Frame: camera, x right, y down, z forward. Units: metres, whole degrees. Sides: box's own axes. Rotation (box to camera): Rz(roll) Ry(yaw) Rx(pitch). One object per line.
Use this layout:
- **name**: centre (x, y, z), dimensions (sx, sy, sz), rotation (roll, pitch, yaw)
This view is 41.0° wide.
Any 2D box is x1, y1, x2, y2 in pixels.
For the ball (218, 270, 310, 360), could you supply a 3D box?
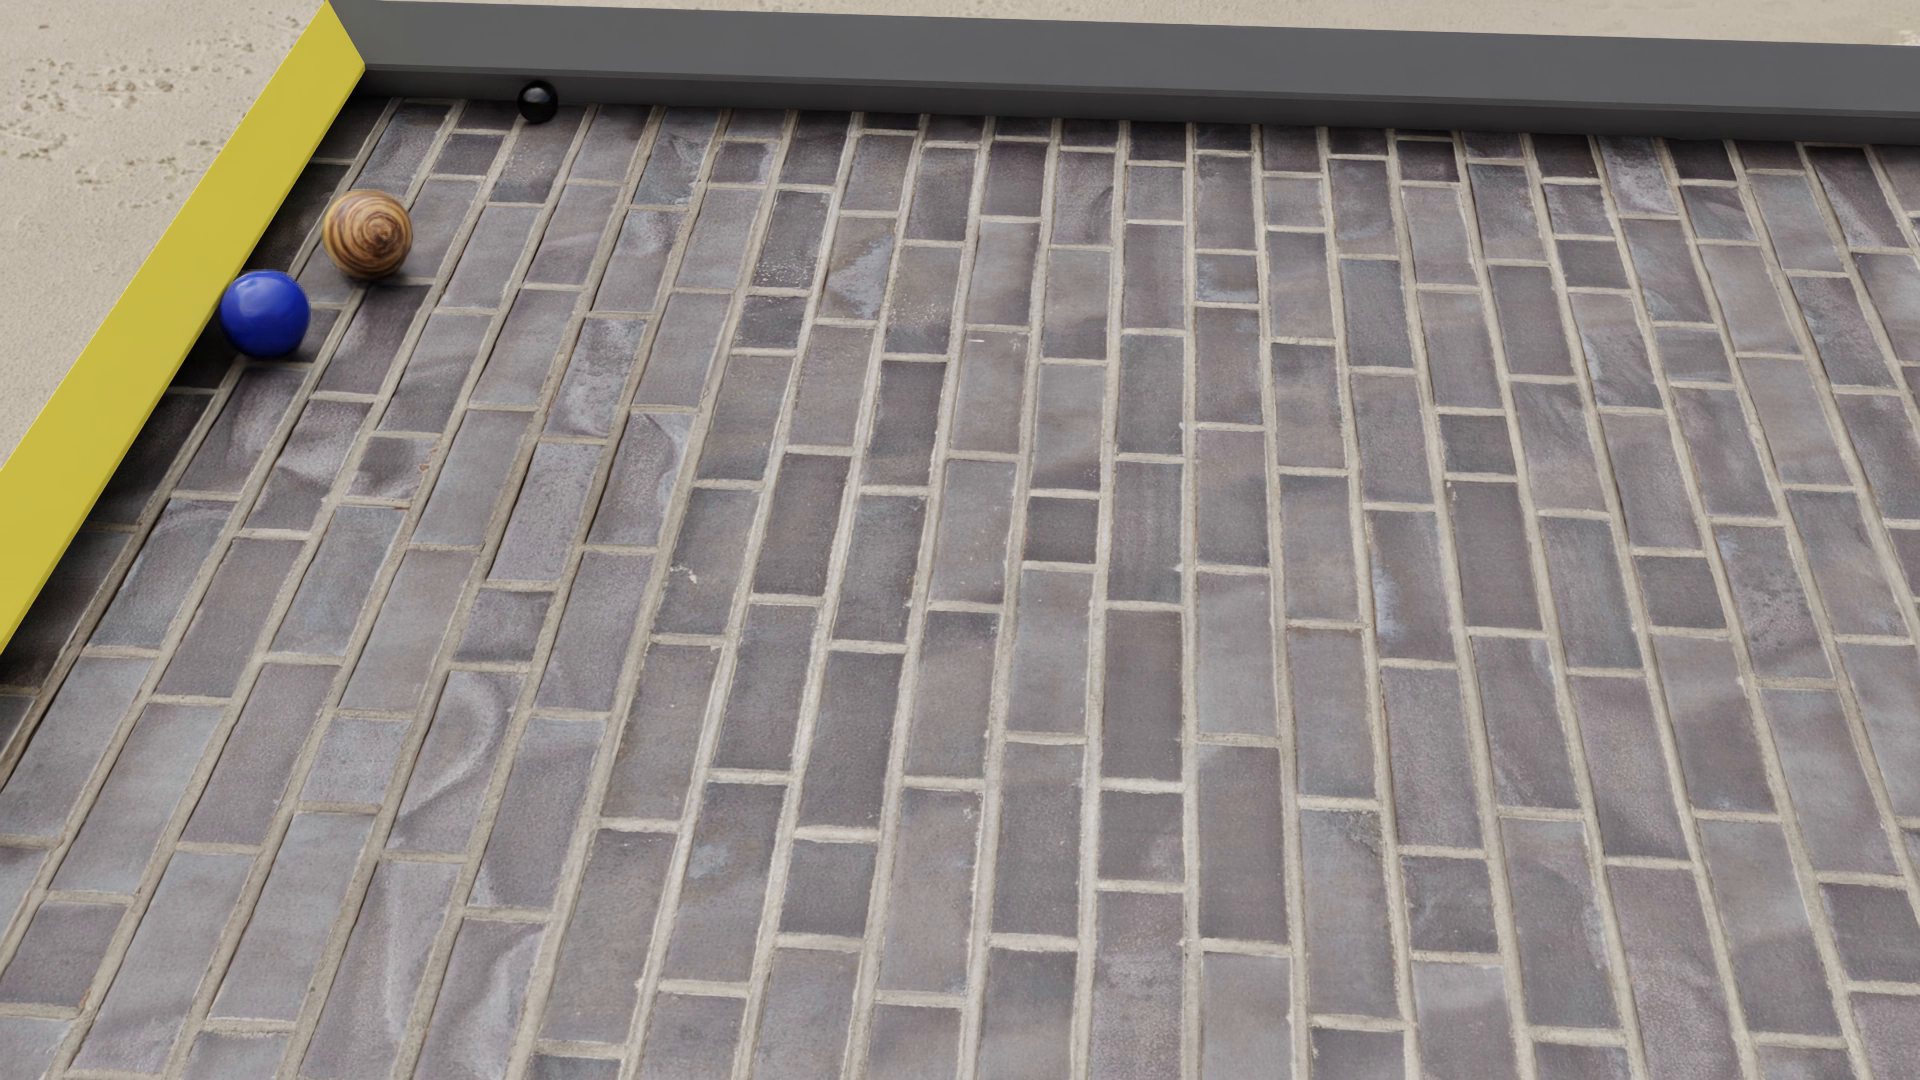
- **ball**: centre (-0.591, -0.191, 2.179), dimensions (0.075, 0.075, 0.075), rotation (0, 35, 0)

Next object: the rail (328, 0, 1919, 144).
- **rail**: centre (0.749, -0.428, 2.492), dimensions (2.778, 0.103, 0.045), rotation (2, 35, 3)

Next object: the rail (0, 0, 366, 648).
- **rail**: centre (-0.669, -0.046, 1.944), dimensions (0.045, 0.103, 1.587), rotation (2, 35, 3)

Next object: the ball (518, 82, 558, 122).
- **ball**: centre (-0.422, -0.437, 2.562), dimensions (0.040, 0.040, 0.040), rotation (0, 35, 0)

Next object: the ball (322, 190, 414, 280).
- **ball**: centre (-0.529, -0.272, 2.292), dimensions (0.079, 0.079, 0.079), rotation (0, 35, 0)
